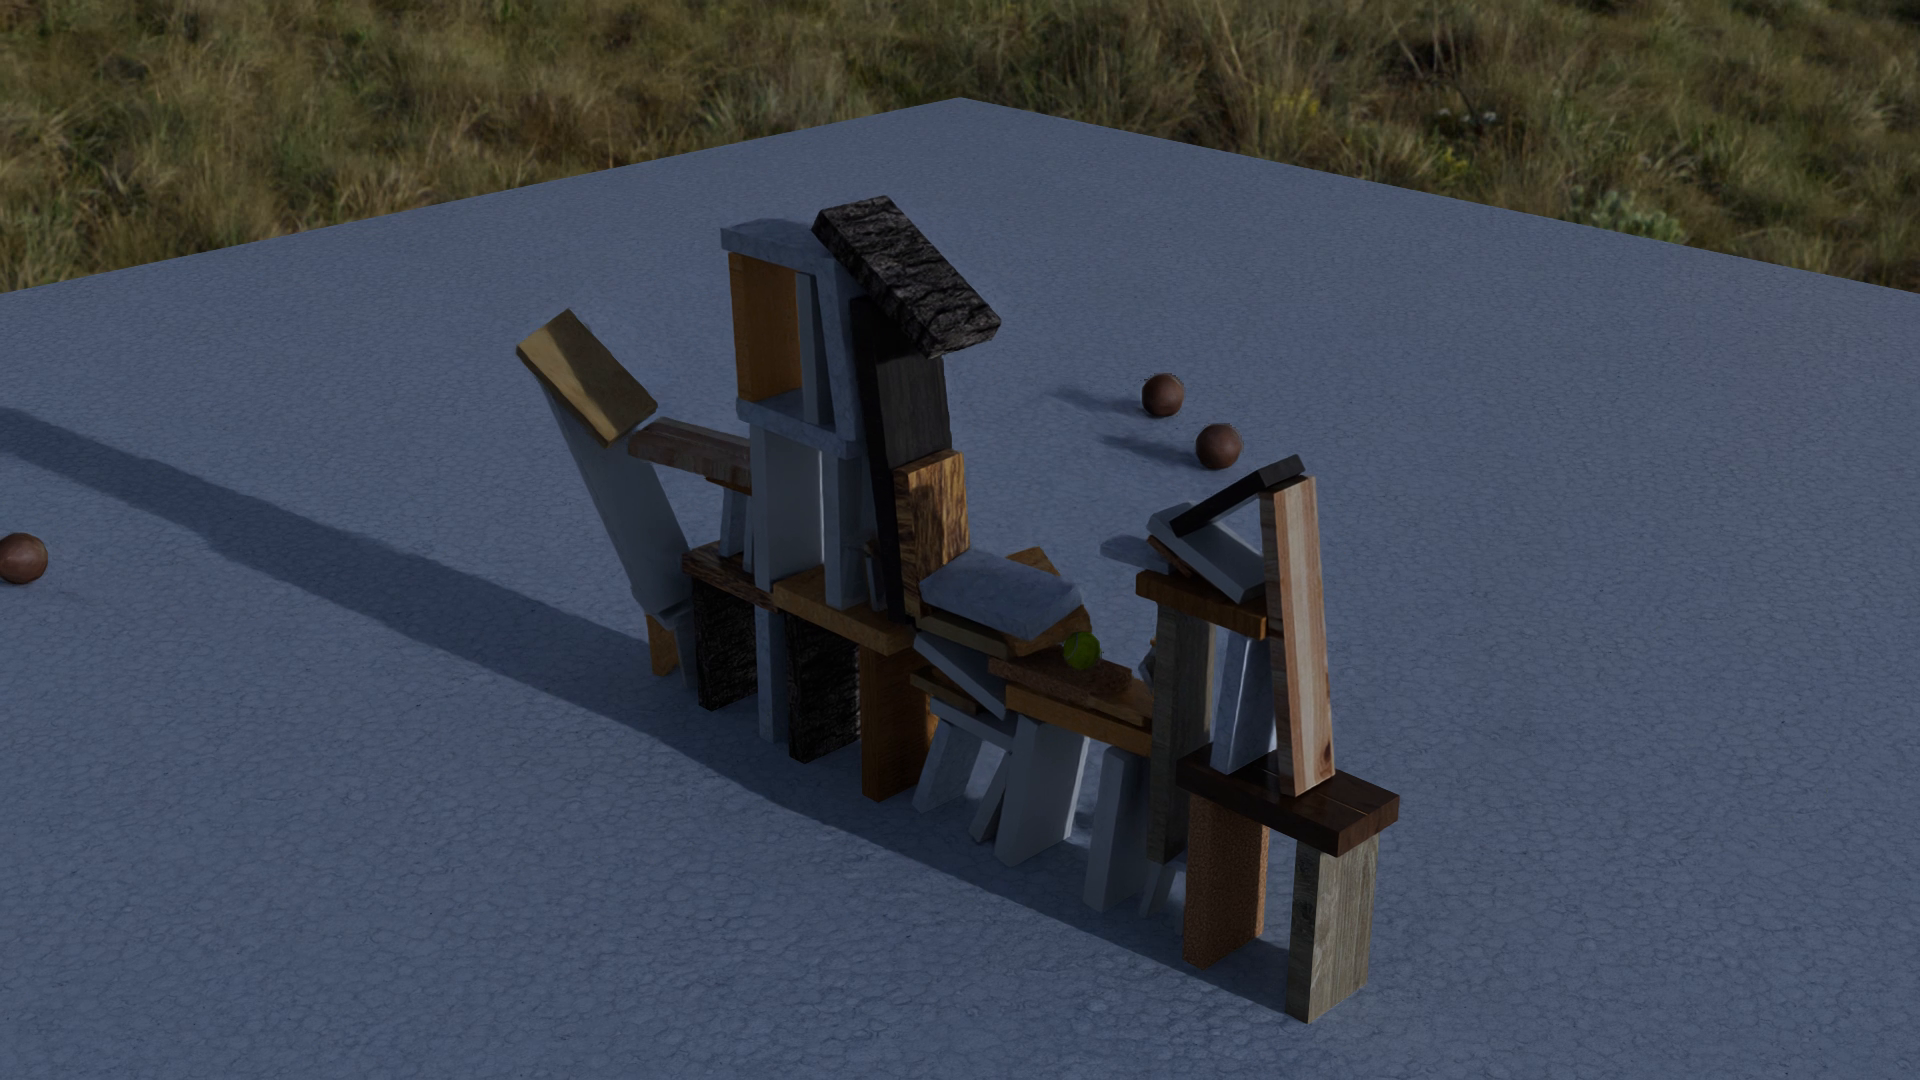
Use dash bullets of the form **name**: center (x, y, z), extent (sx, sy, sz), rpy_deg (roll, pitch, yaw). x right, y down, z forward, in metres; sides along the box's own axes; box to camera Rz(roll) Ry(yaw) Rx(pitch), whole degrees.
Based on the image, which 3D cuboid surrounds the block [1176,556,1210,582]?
- **block**: center (0.428, 0.047, 3.782), extent (0.101, 0.014, 0.050), rpy_deg (35, 37, 29)

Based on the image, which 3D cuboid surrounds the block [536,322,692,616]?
- **block**: center (-0.749, -0.152, 4.803), extent (0.143, 0.637, 0.041), rpy_deg (-28, 12, -26)

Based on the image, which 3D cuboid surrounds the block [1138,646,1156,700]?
- **block**: center (0.366, 0.261, 3.964), extent (0.018, 0.127, 0.063), rpy_deg (-6, 30, 40)

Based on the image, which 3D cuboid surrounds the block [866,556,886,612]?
- **block**: center (-0.157, 0.081, 4.419), extent (0.057, 0.114, 0.016), rpy_deg (-21, 21, -41)

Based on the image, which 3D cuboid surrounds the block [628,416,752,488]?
- **block**: center (-0.539, -0.187, 4.650), extent (0.286, 0.041, 0.143), rpy_deg (15, 26, 16)

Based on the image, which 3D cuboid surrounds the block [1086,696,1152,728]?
- **block**: center (0.296, 0.310, 3.970), extent (0.127, 0.018, 0.063), rpy_deg (20, 6, 38)

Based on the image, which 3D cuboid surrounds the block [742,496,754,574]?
- **block**: center (-0.413, -0.025, 4.664), extent (0.026, 0.181, 0.090), rpy_deg (29, 36, 36)

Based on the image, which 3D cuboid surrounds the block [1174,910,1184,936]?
- **block**: center (0.441, 0.664, 4.027), extent (0.067, 0.133, 0.019), rpy_deg (-21, 52, -41)

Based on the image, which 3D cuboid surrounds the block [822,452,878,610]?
- **block**: center (-0.196, -0.040, 4.426), extent (0.047, 0.334, 0.167), rpy_deg (21, 31, 41)

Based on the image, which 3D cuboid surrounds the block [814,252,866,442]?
- **block**: center (-0.180, -0.386, 4.233), extent (0.050, 0.356, 0.178), rpy_deg (9, 23, 40)

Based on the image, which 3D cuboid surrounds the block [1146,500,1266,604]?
- **block**: center (0.437, 0.019, 3.762), extent (0.112, 0.032, 0.223), rpy_deg (-19, 49, -41)

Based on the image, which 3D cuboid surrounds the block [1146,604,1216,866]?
- **block**: center (0.398, 0.327, 3.940), extent (0.039, 0.516, 0.136), rpy_deg (18, 29, 34)

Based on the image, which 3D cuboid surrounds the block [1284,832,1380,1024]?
- **block**: center (0.644, 0.645, 3.796), extent (0.173, 0.346, 0.049), rpy_deg (-21, 31, -41)

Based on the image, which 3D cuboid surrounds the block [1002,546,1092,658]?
- **block**: center (0.131, 0.114, 4.197), extent (0.149, 0.042, 0.297), rpy_deg (-19, 29, -9)

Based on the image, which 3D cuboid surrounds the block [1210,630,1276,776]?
- **block**: center (0.505, 0.259, 3.786), extent (0.136, 0.273, 0.039), rpy_deg (-21, 37, -40)

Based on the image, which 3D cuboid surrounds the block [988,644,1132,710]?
- **block**: center (0.186, 0.246, 4.128), extent (0.247, 0.035, 0.123), rpy_deg (17, 28, 38)

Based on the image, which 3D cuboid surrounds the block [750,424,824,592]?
- **block**: center (-0.353, -0.087, 4.576), extent (0.047, 0.366, 0.167), rpy_deg (21, 31, 40)

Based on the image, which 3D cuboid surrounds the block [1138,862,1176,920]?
- **block**: center (0.372, 0.637, 4.089), extent (0.019, 0.133, 0.067), rpy_deg (31, 36, 28)

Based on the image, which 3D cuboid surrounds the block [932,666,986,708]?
- **block**: center (0.042, 0.277, 4.303), extent (0.091, 0.026, 0.182), rpy_deg (-21, 39, -41)

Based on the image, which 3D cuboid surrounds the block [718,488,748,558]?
- **block**: center (-0.474, -0.059, 4.745), extent (0.026, 0.181, 0.090), rpy_deg (26, 33, 30)

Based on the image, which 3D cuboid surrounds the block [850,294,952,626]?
- **block**: center (-0.094, -0.168, 4.249), extent (0.050, 0.644, 0.178), rpy_deg (12, 26, 42)

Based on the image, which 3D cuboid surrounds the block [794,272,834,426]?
- **block**: center (-0.244, -0.389, 4.312), extent (0.043, 0.301, 0.150), rpy_deg (17, 28, 41)

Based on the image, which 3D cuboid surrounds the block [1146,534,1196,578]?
- **block**: center (0.377, 0.022, 3.821), extent (0.101, 0.014, 0.050), rpy_deg (43, 41, 19)

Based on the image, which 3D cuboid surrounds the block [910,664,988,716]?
- **block**: center (-0.002, 0.289, 4.347), extent (0.182, 0.026, 0.091), rpy_deg (23, 32, 39)

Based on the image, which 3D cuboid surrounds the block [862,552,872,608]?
- **block**: center (-0.164, 0.074, 4.435), extent (0.057, 0.114, 0.016), rpy_deg (-21, 22, -41)

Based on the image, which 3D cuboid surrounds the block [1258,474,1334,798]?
- **block**: center (0.566, 0.162, 3.683), extent (0.112, 0.535, 0.032), rpy_deg (-21, 22, -41)

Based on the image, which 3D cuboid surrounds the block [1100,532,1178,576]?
- **block**: center (0.326, 0.024, 3.869), extent (0.143, 0.020, 0.072), rpy_deg (17, 28, 35)

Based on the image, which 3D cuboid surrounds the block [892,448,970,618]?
- **block**: center (-0.050, -0.013, 4.251), extent (0.042, 0.297, 0.148), rpy_deg (16, 29, 42)

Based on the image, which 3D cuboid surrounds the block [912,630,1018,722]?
- **block**: center (0.040, 0.244, 4.263), extent (0.247, 0.035, 0.123), rpy_deg (38, 41, 27)

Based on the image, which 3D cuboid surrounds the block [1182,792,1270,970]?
- **block**: center (0.480, 0.582, 3.946), extent (0.049, 0.346, 0.173), rpy_deg (21, 31, 40)

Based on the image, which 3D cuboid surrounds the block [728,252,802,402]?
- **block**: center (-0.386, -0.444, 4.442), extent (0.150, 0.301, 0.043), rpy_deg (-21, 28, -40)
